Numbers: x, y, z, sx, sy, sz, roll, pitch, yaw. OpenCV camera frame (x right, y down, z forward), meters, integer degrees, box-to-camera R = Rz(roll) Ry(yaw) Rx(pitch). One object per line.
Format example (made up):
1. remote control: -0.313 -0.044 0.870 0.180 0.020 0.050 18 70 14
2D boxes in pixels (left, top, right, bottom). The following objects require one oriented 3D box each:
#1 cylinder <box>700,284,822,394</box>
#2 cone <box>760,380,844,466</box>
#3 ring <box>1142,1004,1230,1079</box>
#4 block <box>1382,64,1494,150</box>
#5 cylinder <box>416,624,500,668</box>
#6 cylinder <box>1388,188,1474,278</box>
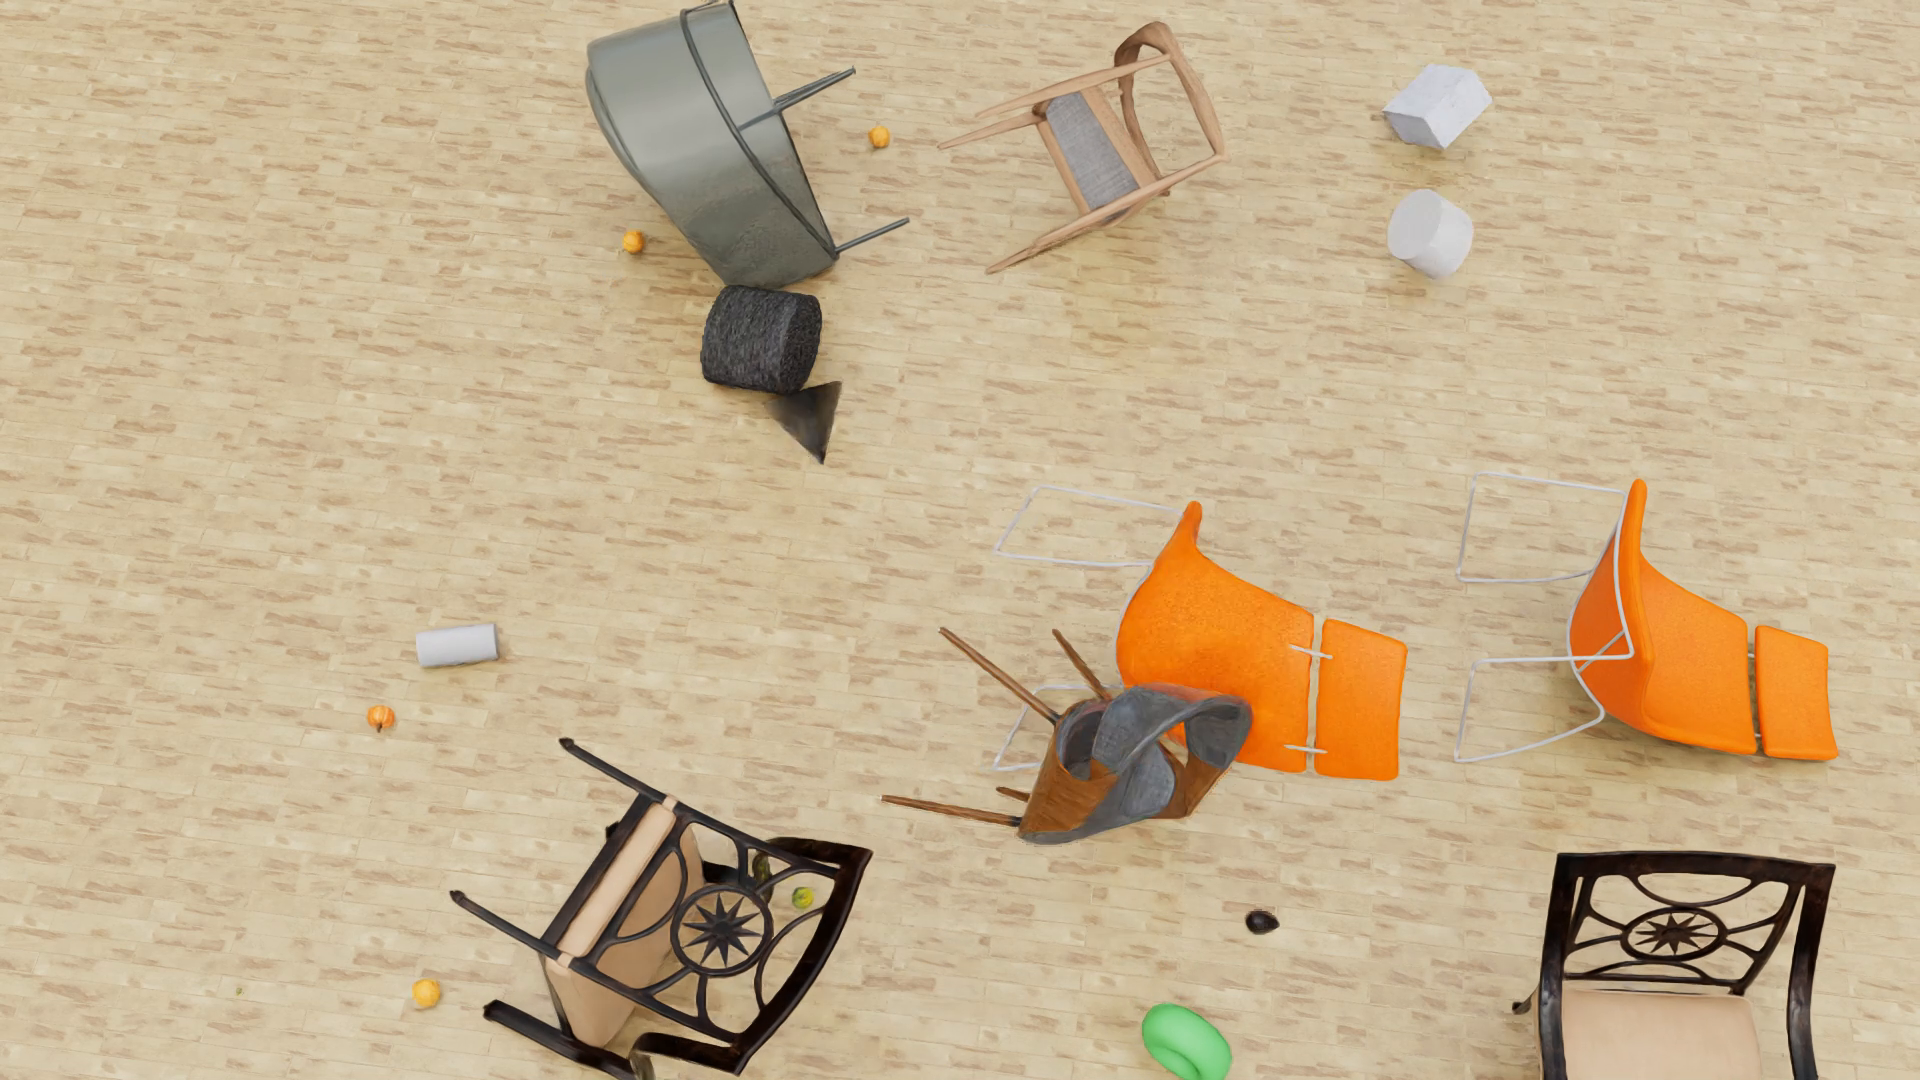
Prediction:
1. cylinder: -0.615 -0.620 6.807 0.304 0.186 0.320 11 84 30
2. cone: -0.451 -0.336 6.720 0.267 0.312 0.234 -17 91 -10
3. ring: 0.572 1.276 5.562 0.220 0.282 0.109 5 52 46
4. block: 1.596 -1.452 7.355 0.235 0.139 0.245 -44 28 -6
5. cylinder: -1.440 0.304 6.308 0.219 0.109 0.085 -7 24 -5
6. cylinder: 1.491 -0.972 6.979 0.141 0.228 0.278 26 33 -27
